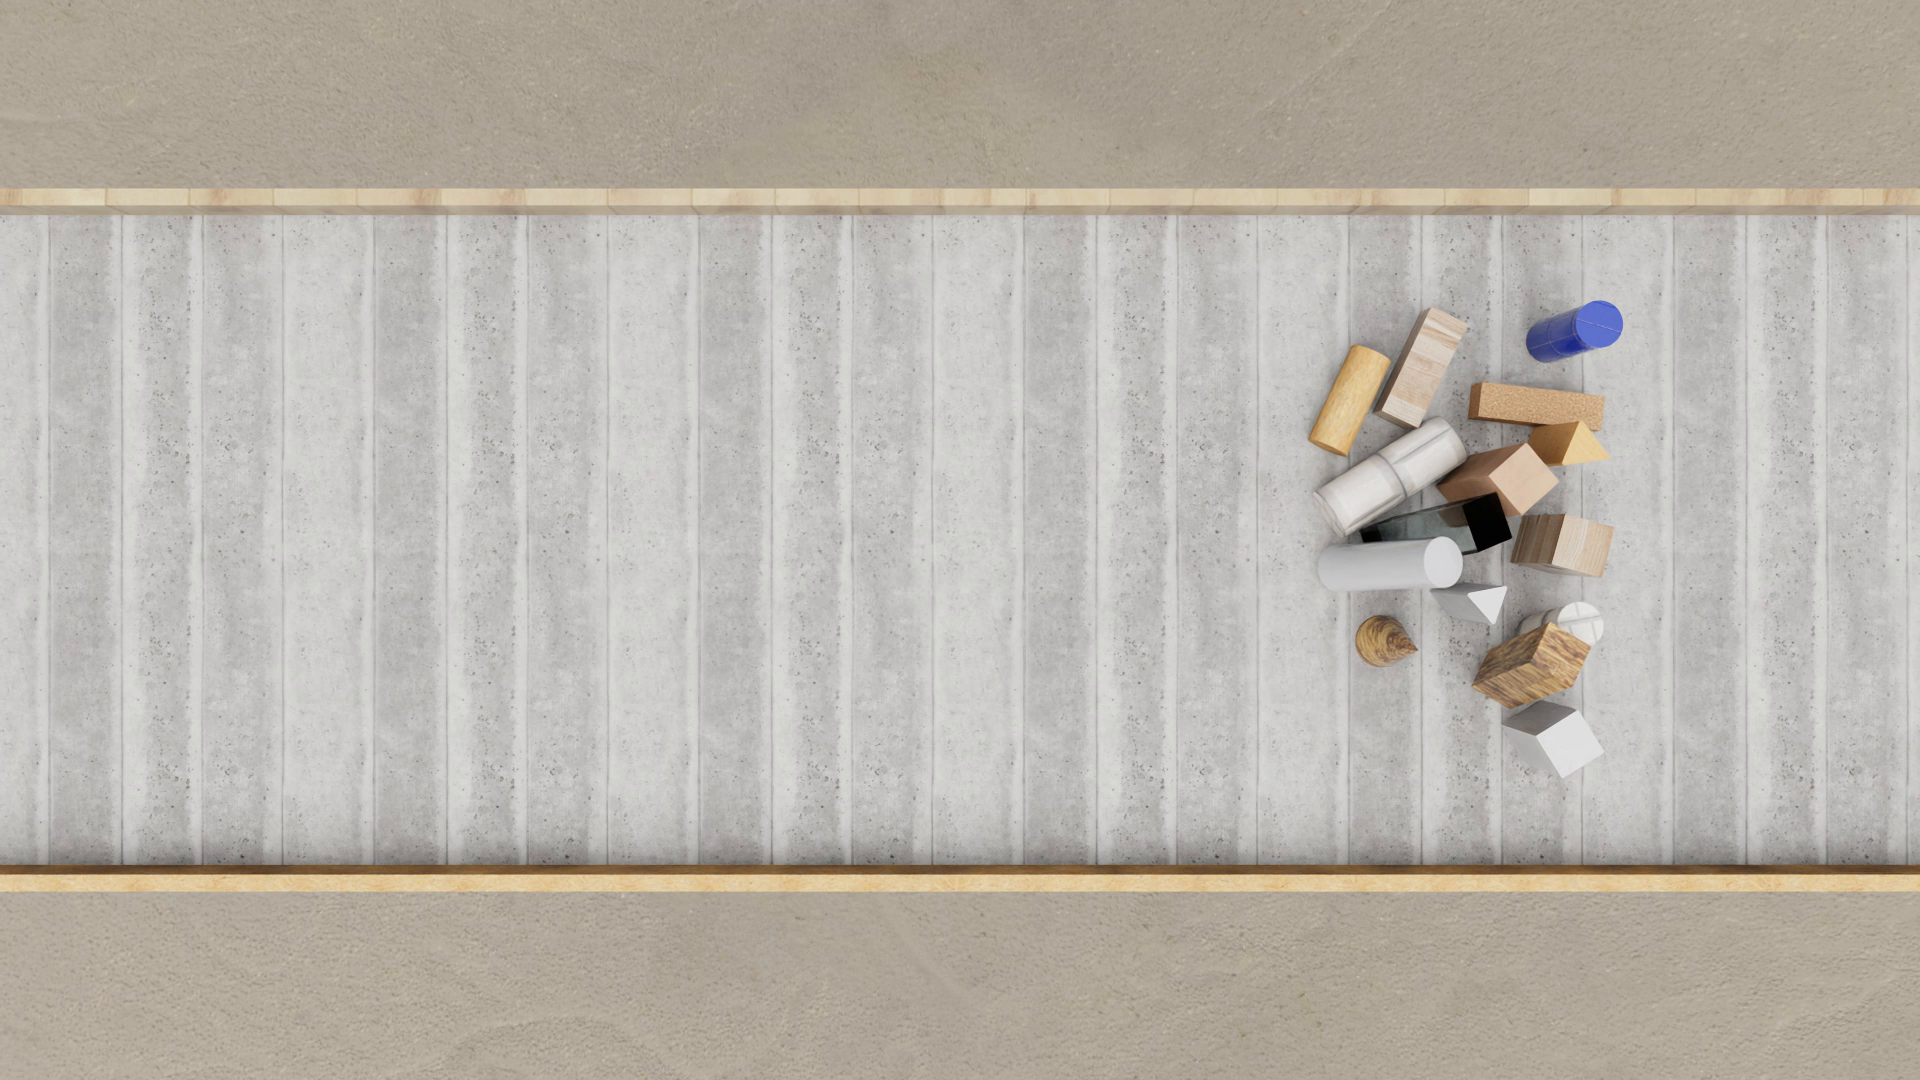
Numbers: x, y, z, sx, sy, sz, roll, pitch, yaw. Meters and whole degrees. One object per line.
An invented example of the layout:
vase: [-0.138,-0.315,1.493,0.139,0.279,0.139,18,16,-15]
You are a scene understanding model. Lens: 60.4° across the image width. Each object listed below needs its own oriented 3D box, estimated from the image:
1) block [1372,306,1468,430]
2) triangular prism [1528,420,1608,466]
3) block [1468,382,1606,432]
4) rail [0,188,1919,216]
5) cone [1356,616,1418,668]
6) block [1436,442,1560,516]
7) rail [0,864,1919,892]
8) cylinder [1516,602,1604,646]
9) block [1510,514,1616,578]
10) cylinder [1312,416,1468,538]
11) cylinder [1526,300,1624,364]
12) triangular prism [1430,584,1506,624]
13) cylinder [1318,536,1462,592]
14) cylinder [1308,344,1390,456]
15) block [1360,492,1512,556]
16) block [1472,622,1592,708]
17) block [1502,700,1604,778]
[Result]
block: [1.397,-0.519,5.016,0.121,0.121,0.346,26,90,0]
triangular prism: [1.778,-0.287,4.889,0.135,0.373,0.117,-8,91,0]
block: [1.754,-0.403,5.024,0.373,0.104,0.104,7,90,0]
rail: [-2.247,-1.025,5.002,12.000,0.150,0.050,0,90,0]
cone: [1.297,0.312,4.870,0.162,0.413,0.162,0,90,0]
block: [1.576,-0.166,4.860,0.146,0.420,0.146,-41,91,-4]
rail: [-2.247,1.025,5.001,12.000,0.150,0.050,0,90,0]
cylinder: [1.779,0.270,4.904,0.134,0.328,0.134,0,81,-2]
block: [1.784,0.017,4.897,0.149,0.360,0.149,15,90,0]
cylinder: [1.301,-0.191,4.994,0.436,0.166,0.166,-32,90,0]
cylinder: [1.809,-0.611,4.871,0.134,0.411,0.134,0,90,0]
triangular prism: [1.519,0.165,4.885,0.097,0.384,0.113,-41,90,0]
cylinder: [1.256,0.074,4.841,0.144,0.456,0.144,2,86,-27]
cylinder: [1.183,-0.422,5.013,0.128,0.128,0.314,25,90,0]
block: [1.390,-0.018,4.845,0.140,0.447,0.140,-19,90,-27]
block: [1.674,0.374,4.852,0.135,0.423,0.135,31,75,3]
block: [1.764,0.590,4.922,0.145,0.309,0.145,-32,90,0]
